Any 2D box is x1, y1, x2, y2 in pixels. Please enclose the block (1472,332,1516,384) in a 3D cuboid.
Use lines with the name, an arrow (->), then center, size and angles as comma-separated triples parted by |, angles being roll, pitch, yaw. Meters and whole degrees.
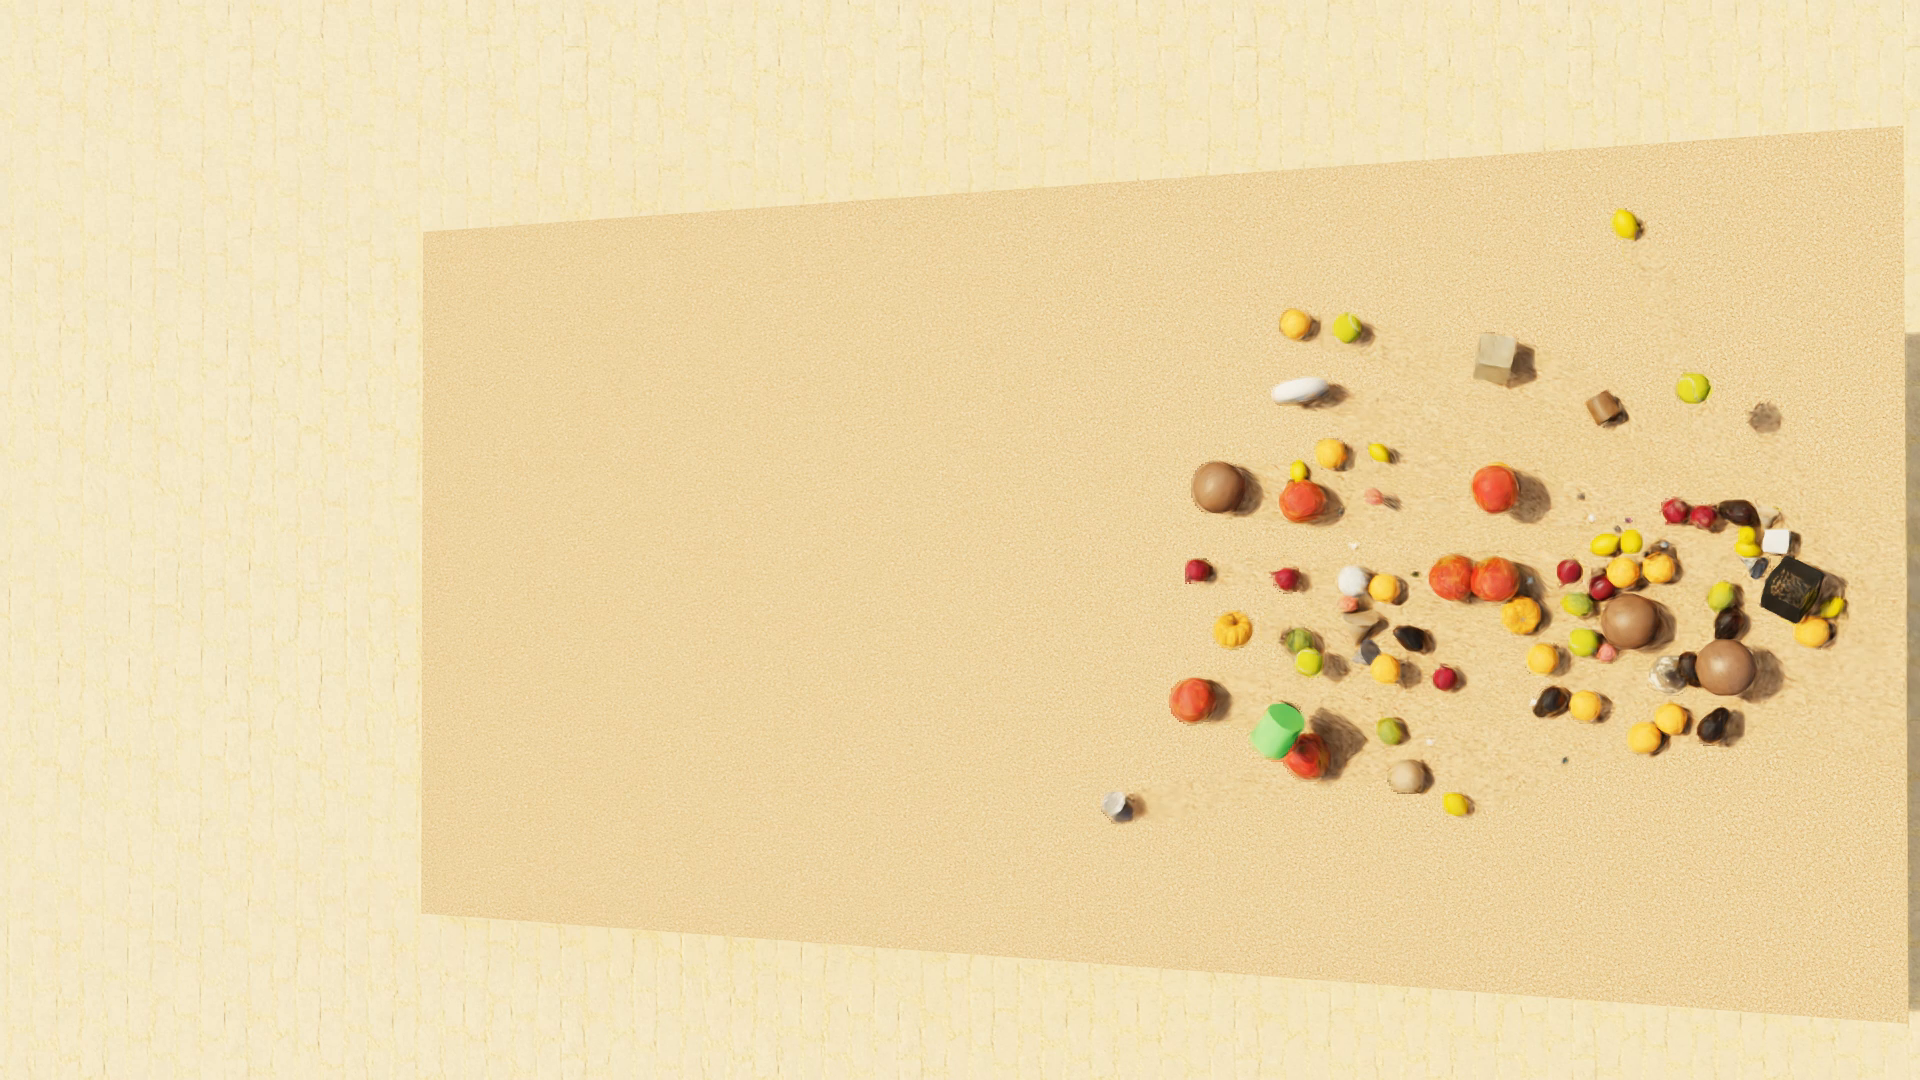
block -> 1.261, -0.428, 5.191 | 0.081, 0.081, 0.081 | 11, 68, 10

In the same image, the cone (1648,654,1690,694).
cone -> 1.620, 0.307, 5.042 | 0.091, 0.091, 0.091 | -2, 86, 25

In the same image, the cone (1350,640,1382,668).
cone -> 0.975, 0.286, 5.352 | 0.071, 0.071, 0.071 | 16, 62, -33

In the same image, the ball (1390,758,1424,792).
ball -> 1.072, 0.566, 5.282 | 0.081, 0.081, 0.081 | 0, 89, 0

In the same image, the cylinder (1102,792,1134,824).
cylinder -> 0.400, 0.676, 5.556 | 0.061, 0.061, 0.061 | -14, 55, 20

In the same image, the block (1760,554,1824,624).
block -> 1.853, 0.110, 4.899 | 0.091, 0.091, 0.091 | 31, 57, 31

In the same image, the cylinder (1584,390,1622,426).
cylinder -> 1.497, -0.308, 5.123 | 0.062, 0.062, 0.062 | -26, 79, 0

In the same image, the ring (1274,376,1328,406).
ring -> 0.832, -0.365, 5.365 | 0.134, 0.134, 0.045 | -19, 103, 0

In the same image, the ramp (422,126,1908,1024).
ramp -> 0.283, 0.085, 5.719 | 4.000, 0.100, 2.000 | 0, 89, 23

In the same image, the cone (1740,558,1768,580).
cone -> 1.799, 0.052, 5.010 | 0.057, 0.057, 0.057 | -18, 125, -27

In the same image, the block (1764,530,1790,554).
block -> 1.848, 0.003, 4.975 | 0.052, 0.052, 0.052 | 2, 90, 25

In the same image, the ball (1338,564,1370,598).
ball -> 0.957, 0.100, 5.337 | 0.079, 0.079, 0.079 | 0, 89, 0

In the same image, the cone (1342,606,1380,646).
cone -> 0.968, 0.222, 5.351 | 0.092, 0.092, 0.092 | 4, 120, 0

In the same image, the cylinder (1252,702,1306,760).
cylinder -> 0.756, 0.453, 5.222 | 0.095, 0.095, 0.095 | 26, 124, 0

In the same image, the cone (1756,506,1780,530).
cone -> 1.833, -0.042, 4.999 | 0.051, 0.051, 0.051 | -1, 118, 0
